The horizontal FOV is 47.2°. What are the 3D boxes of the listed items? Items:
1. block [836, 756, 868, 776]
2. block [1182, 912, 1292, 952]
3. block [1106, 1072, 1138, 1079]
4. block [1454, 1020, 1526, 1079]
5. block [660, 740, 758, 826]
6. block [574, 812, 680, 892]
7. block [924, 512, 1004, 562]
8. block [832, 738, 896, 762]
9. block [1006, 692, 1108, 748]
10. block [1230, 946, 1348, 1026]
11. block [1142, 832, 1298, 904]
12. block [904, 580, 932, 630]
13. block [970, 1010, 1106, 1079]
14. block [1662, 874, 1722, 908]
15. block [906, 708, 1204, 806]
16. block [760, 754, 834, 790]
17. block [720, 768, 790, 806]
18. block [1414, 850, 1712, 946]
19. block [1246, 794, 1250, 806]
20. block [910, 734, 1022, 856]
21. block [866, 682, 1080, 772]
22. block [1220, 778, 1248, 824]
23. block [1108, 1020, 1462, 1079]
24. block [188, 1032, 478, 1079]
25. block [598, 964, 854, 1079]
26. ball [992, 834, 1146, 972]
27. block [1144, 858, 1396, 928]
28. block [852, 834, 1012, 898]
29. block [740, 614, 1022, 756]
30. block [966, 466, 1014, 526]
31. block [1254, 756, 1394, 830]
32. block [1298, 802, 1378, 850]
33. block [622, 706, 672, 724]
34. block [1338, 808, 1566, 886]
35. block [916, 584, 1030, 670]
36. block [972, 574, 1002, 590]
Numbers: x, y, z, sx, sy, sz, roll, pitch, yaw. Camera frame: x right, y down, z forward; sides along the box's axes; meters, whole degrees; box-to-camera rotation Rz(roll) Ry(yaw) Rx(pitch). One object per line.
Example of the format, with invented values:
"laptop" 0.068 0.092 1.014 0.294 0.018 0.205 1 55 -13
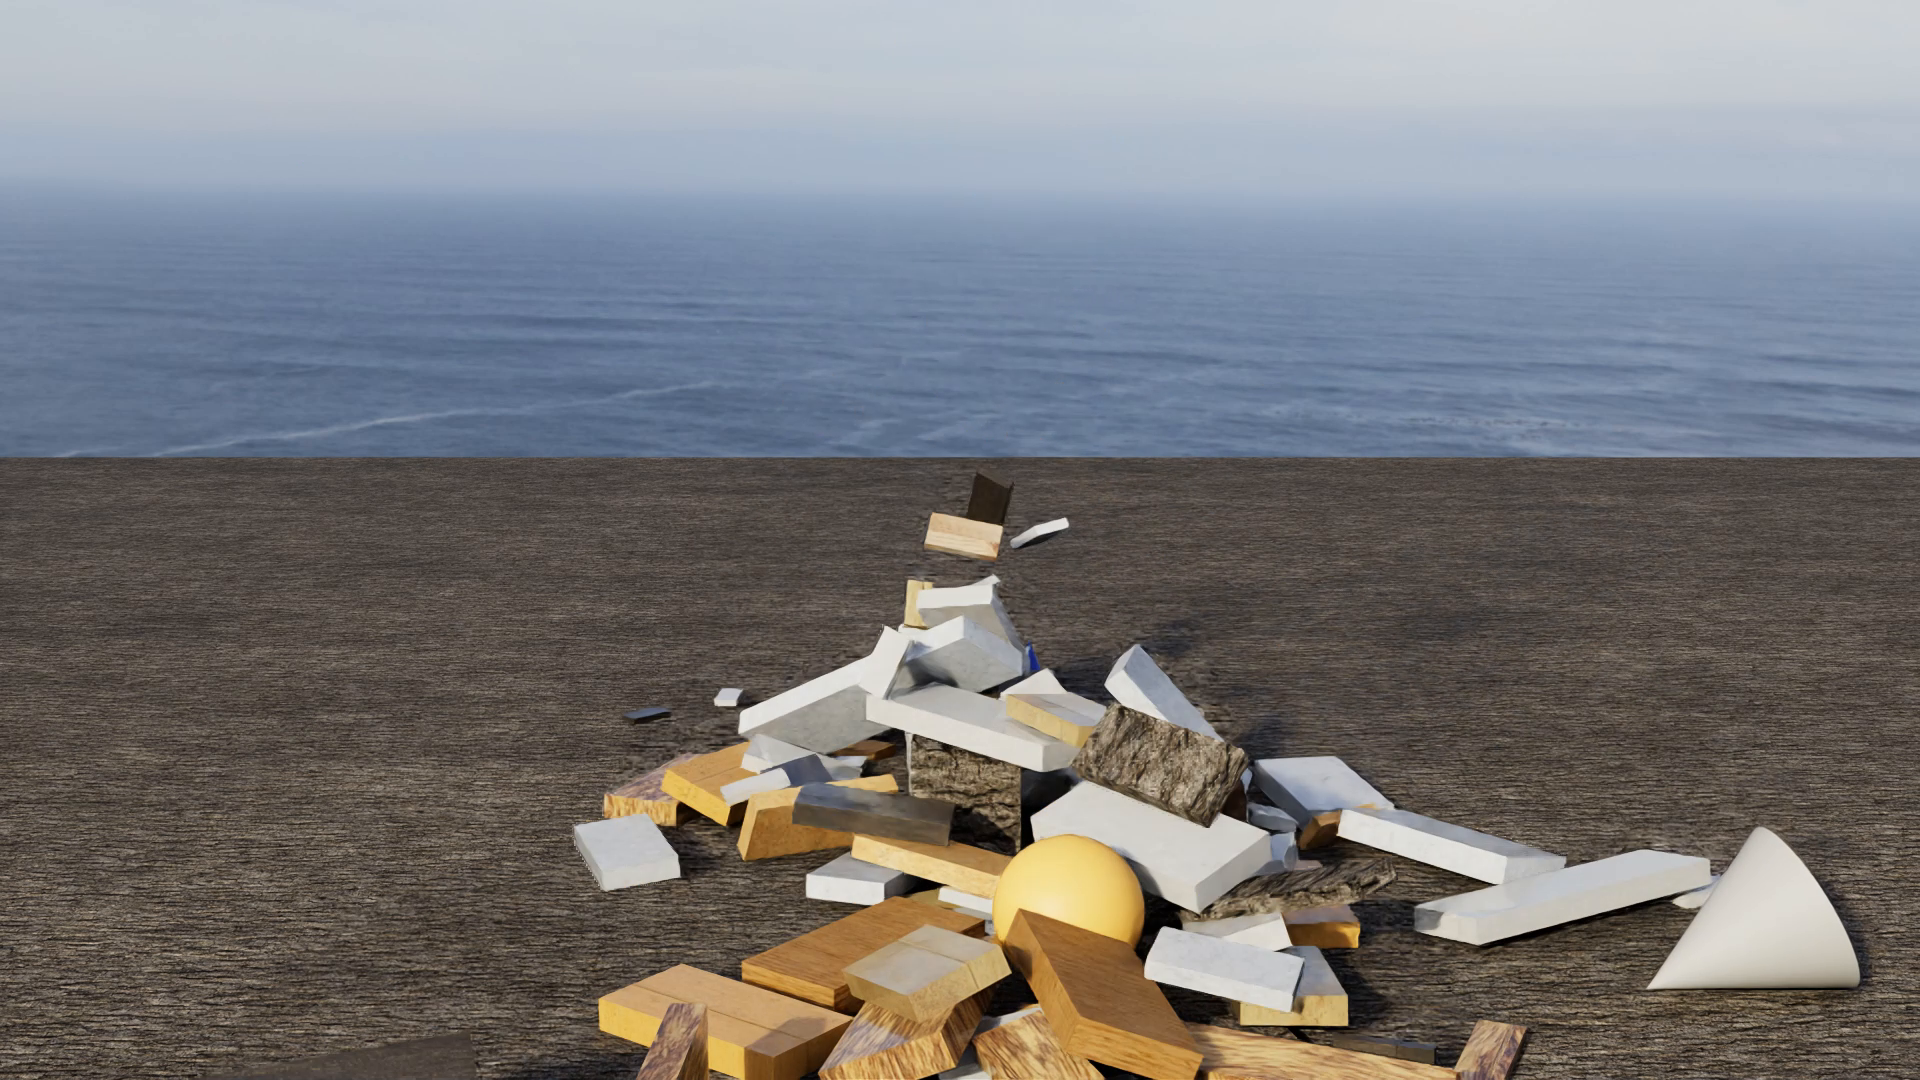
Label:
"block" -0.225 0.455 4.350 0.061 0.017 0.135 2 11 8
"block" 0.412 0.583 3.309 0.148 0.042 0.295 -19 0 5
"block" 0.156 0.734 2.814 0.203 0.029 0.102 -5 12 -27
"block" 0.717 0.707 2.985 0.067 0.019 0.232 4 11 23
"block" -0.406 0.451 4.142 0.153 0.043 0.306 26 19 25
"block" -0.580 0.539 3.817 0.131 0.037 0.262 -8 12 -19
"block" 0.008 -0.006 4.516 0.149 0.075 0.021 11 -29 2
"block" -0.231 0.423 4.510 0.192 0.021 0.075 7 13 33
"block" 0.195 0.306 3.750 0.129 0.036 0.257 0 8 -26
"block" 0.463 0.640 3.175 0.148 0.042 0.295 0 3 1
"block" 0.405 0.544 3.621 0.287 0.041 0.144 -12 7 17
"block" -0.088 0.135 4.586 0.051 0.103 0.015 8 -27 -6
"block" 0.101 0.682 2.837 0.104 0.030 0.209 -18 19 -18
"block" 1.234 0.584 3.652 0.133 0.019 0.067 -5 12 -24
"block" 0.184 0.414 4.124 0.564 0.153 0.043 -4 -1 -10
"block" -0.288 0.449 3.986 0.108 0.031 0.216 -17 16 -11
"block" -0.371 0.446 3.980 0.120 0.017 0.060 -17 16 -12
"block" 0.978 0.574 3.555 0.510 0.041 0.144 -7 3 -29
"block" 0.456 0.494 3.829 0.060 0.120 0.017 12 19 -13
"block" 0.012 0.441 3.941 0.193 0.193 0.193 0 11 1
"block" 0.045 0.327 3.886 0.164 0.047 0.470 -7 12 -40
"block" 0.343 0.471 3.617 0.257 0.129 0.036 -14 39 -5
"block" 0.415 0.691 2.866 0.472 0.030 0.104 1 20 38
"block" -0.741 0.702 2.624 0.332 0.166 0.047 -5 -24 -24
"block" -0.328 0.677 3.074 0.332 0.047 0.166 8 13 37
"ball" 0.161 0.551 3.261 0.226 0.226 0.226 0 11 0
"block" 0.451 0.531 3.291 0.102 0.029 0.434 -20 1 -41
"block" 0.030 0.543 3.615 0.405 0.037 0.131 12 7 25
"block" -0.158 0.295 4.212 0.566 0.049 0.173 -25 -41 32
"block" 0.062 -0.080 4.712 0.079 0.180 0.022 28 55 11
"block" 0.682 0.478 4.143 0.164 0.047 0.328 -2 11 -9
"block" 0.673 0.510 3.910 0.145 0.072 0.021 -7 50 -34
"block" -0.679 0.380 4.760 0.096 0.014 0.048 -10 15 -44
"block" 0.841 0.526 3.779 0.173 0.049 0.347 7 3 -41
"block" 0.031 0.196 4.520 0.155 0.044 0.310 -4 -33 16
"block" 0.017 0.131 4.665 0.022 0.079 0.158 42 39 21
